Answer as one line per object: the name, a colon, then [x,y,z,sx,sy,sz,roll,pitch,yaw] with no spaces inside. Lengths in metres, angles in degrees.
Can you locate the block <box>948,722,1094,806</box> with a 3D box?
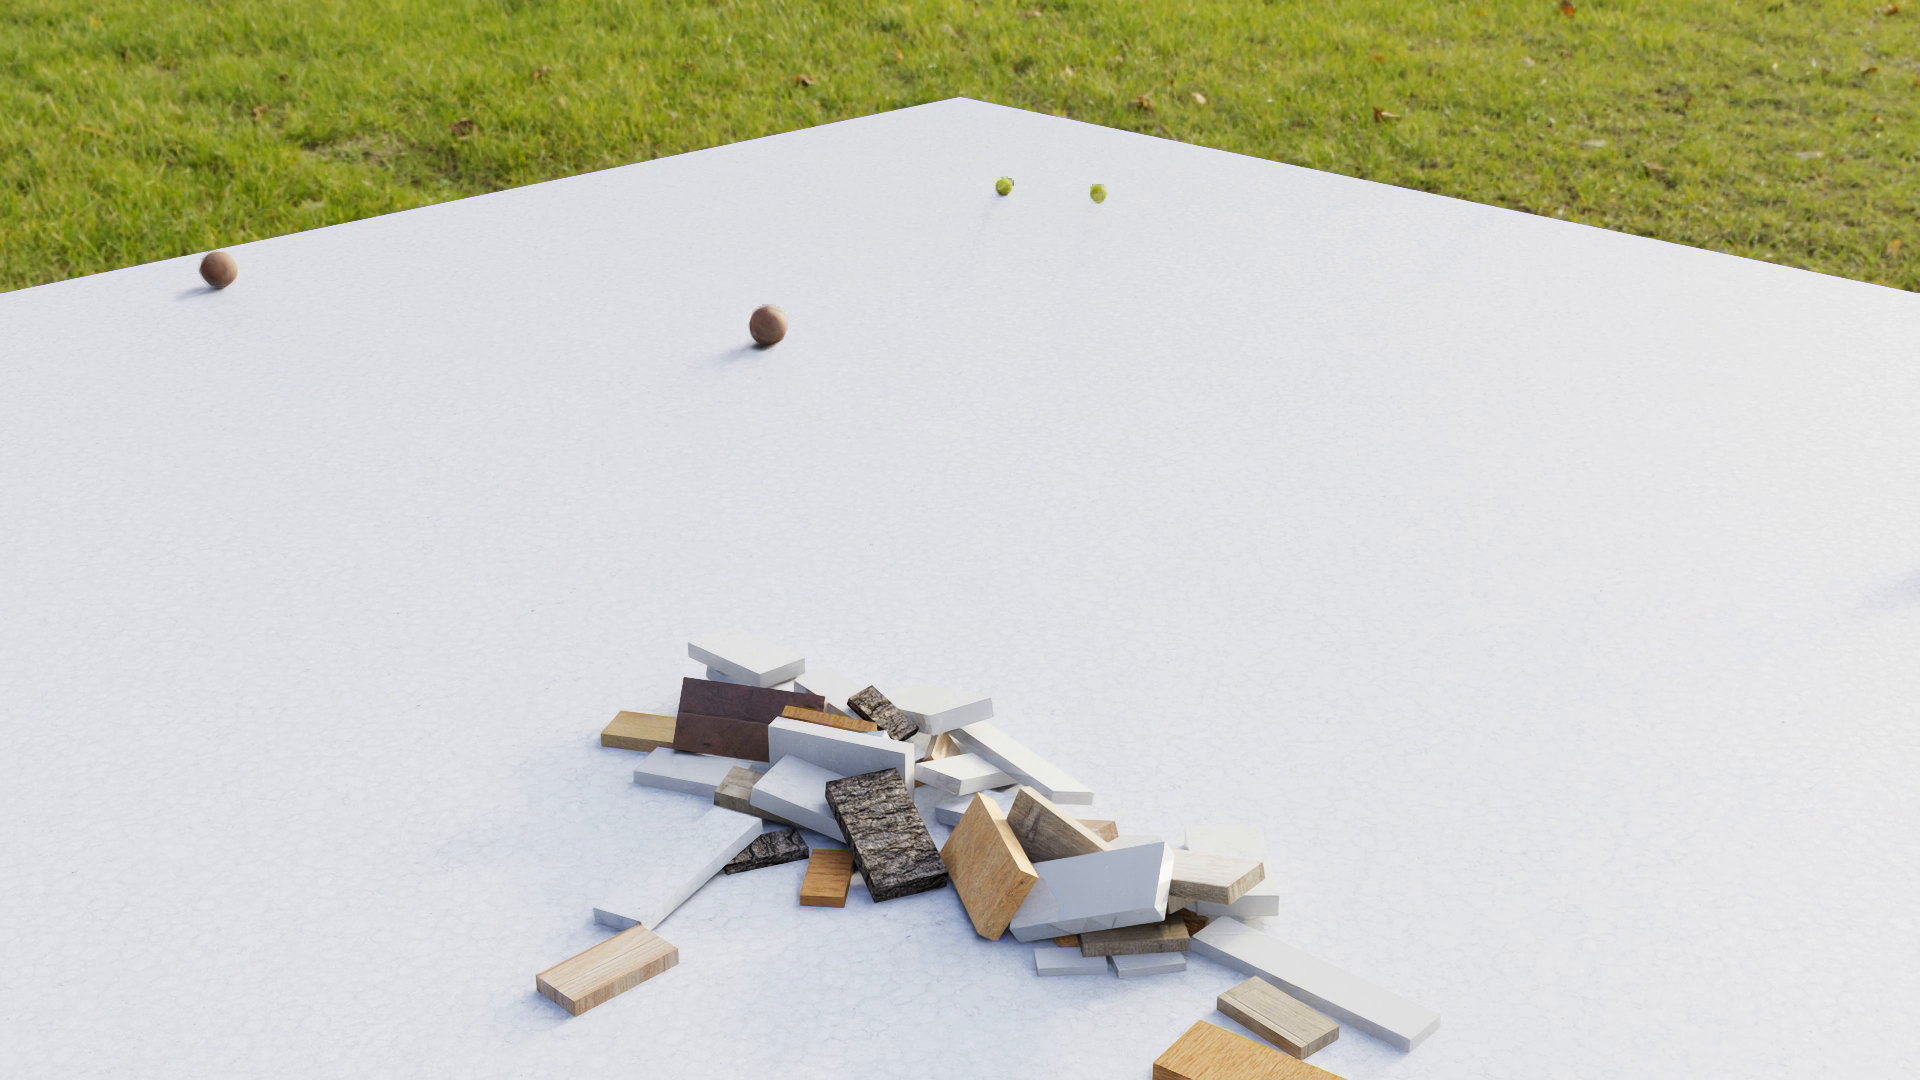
block: [0.119,0.458,4.551,0.098,0.028,0.447,6,11,-30]

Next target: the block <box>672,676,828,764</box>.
block: [-0.441,0.386,4.630,0.306,0.153,0.043,7,-9,7]

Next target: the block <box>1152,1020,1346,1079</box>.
block: [0.483,0.892,3.605,0.299,0.042,0.149,16,28,33]

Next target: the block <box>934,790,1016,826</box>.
block: [0.069,0.543,4.371,0.114,0.032,0.229,-20,16,-39]

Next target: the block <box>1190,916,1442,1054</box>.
block: [0.623,0.780,3.888,0.462,0.028,0.097,20,30,39]

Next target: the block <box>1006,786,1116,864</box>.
block: [0.183,0.575,4.139,0.229,0.114,0.032,34,20,31]

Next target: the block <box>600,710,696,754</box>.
block: [-0.649,0.418,4.735,0.221,0.031,0.110,6,24,13]

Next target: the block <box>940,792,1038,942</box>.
block: [0.051,0.611,4.134,0.041,0.146,0.292,26,13,-24]

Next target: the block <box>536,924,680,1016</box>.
block: [-0.627,0.765,3.917,0.114,0.032,0.229,21,31,40]

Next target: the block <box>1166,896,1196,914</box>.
block: [0.352,0.637,4.096,0.118,0.034,0.237,-20,15,-34]

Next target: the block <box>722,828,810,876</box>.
block: [-0.388,0.608,4.298,0.167,0.024,0.084,-9,25,-20]

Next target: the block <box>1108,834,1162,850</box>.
block: [0.262,0.599,4.199,0.237,0.034,0.118,-7,11,46]

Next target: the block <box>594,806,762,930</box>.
block: [-0.534,0.628,4.199,0.114,0.032,0.381,10,29,29]

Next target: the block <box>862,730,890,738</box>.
block: [-0.221,0.444,4.515,0.195,0.098,0.028,-9,37,27]

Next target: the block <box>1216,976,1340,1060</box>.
block: [0.547,0.822,3.788,0.097,0.028,0.194,-18,29,-36]

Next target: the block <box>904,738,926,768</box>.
block: [-0.141,0.424,4.587,0.072,0.020,0.143,-19,47,-38]

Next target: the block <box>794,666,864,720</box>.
block: [-0.255,0.336,4.691,0.099,0.028,0.197,-19,35,-39]

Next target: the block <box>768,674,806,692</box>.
block: [-0.321,0.379,4.743,0.127,0.036,0.255,-20,44,-39]

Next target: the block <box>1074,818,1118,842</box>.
block: [0.186,0.576,4.262,0.114,0.032,0.229,-21,10,-40]

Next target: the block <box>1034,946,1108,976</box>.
block: [0.199,0.757,3.953,0.125,0.018,0.063,-2,23,-4]

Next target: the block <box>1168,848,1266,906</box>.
block: [0.422,0.609,4.000,0.237,0.034,0.118,2,18,41]

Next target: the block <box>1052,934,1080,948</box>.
block: [0.237,0.724,4.031,0.125,0.018,0.063,-9,25,-21]

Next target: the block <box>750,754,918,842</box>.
block: [-0.251,0.529,4.389,0.299,0.042,0.149,20,28,16]

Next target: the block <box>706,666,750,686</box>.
block: [-0.432,0.333,4.857,0.127,0.036,0.255,-19,42,-41]

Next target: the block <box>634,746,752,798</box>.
block: [-0.555,0.486,4.575,0.221,0.031,0.110,8,24,18]

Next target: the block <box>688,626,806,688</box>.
block: [-0.473,0.259,4.862,0.127,0.036,0.255,-19,27,-41]

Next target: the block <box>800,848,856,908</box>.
block: [-0.252,0.646,4.207,0.084,0.024,0.167,2,23,5]

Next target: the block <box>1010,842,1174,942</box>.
block: [0.240,0.640,3.997,0.292,0.041,0.146,-14,39,27]

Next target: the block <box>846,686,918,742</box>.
block: [-0.162,0.368,4.607,0.143,0.020,0.072,40,43,22]

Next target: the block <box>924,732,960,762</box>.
block: [-0.037,0.451,4.605,0.020,0.072,0.143,-31,14,18]

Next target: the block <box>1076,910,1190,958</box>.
block: [0.312,0.714,3.997,0.194,0.028,0.097,-2,23,-6]

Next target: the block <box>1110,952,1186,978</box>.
block: [0.337,0.757,3.954,0.125,0.018,0.063,-5,23,-11]

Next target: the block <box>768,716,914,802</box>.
block: [-0.241,0.464,4.472,0.306,0.153,0.043,9,25,21]

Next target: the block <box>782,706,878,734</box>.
block: [-0.267,0.402,4.532,0.195,0.098,0.028,10,44,12]

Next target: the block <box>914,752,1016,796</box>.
block: [0.020,0.478,4.510,0.114,0.032,0.229,16,11,33]

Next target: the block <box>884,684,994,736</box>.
block: [-0.074,0.363,4.738,0.153,0.043,0.306,-14,10,-30]

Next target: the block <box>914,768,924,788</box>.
block: [-0.155,0.448,4.591,0.099,0.028,0.197,-19,47,-38]

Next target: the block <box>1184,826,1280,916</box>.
block: [0.514,0.628,4.191,0.149,0.042,0.299,0,18,1]

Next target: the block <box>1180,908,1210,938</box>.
block: [0.402,0.702,4.087,0.109,0.015,0.054,18,29,35]

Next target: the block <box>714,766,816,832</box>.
block: [-0.375,0.522,4.448,0.221,0.031,0.110,13,25,9]

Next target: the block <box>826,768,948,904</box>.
block: [-0.144,0.569,4.262,0.146,0.041,0.292,-10,41,-20]
